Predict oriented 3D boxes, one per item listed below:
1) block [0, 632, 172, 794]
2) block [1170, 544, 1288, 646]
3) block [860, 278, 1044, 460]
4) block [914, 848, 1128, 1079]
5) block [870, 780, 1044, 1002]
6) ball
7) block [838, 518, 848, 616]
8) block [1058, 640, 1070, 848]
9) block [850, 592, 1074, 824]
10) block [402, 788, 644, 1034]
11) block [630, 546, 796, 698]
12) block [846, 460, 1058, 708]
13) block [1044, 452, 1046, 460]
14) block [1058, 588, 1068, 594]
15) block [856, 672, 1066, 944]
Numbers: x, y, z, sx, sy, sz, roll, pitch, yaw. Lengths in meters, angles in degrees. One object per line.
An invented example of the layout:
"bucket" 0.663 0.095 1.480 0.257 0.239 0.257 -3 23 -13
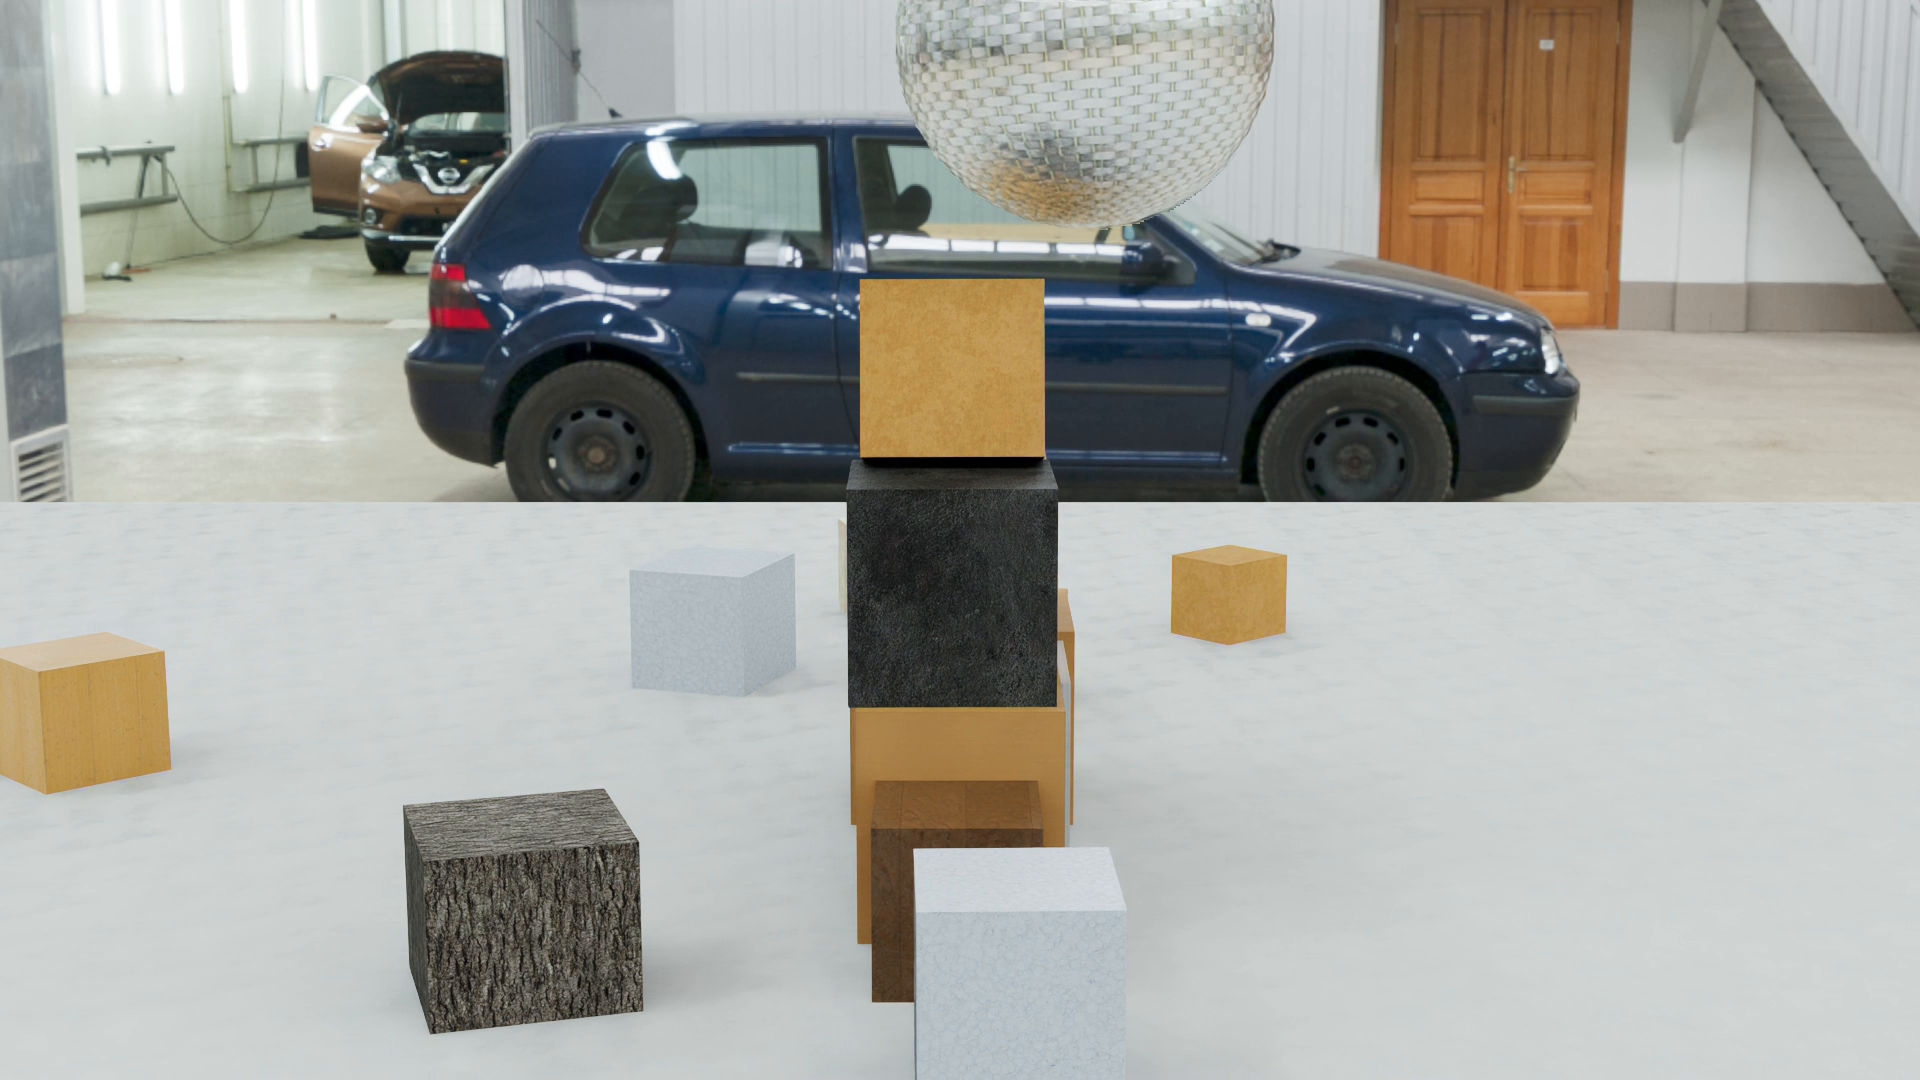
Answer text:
"block" -4.491 0.868 13.052 0.667 0.622 0.636 -10 14 -43
"block" 1.706 0.342 16.273 0.544 0.504 0.487 -9 14 -42
"block" -0.031 -0.716 11.146 0.772 0.744 0.847 0 0 0
"block" 0.193 1.546 8.884 0.697 0.779 0.704 0 10 -2
"block" -0.012 1.371 10.092 0.652 0.691 0.670 0 10 0
"ball" 0.523 -2.115 10.796 1.600 1.600 1.600 0 10 0
"block" -0.374 0.206 16.733 0.705 0.608 0.765 -2 11 -13
"block" 0.018 0.987 11.631 0.926 0.896 0.864 0 10 0
"block" 0.009 0.805 12.527 1.053 0.935 0.943 0 10 0
"block" -1.698 1.415 9.918 0.797 0.667 0.772 -3 11 -17
"block" -1.440 0.467 15.049 0.704 0.697 0.794 3 11 18
"block" -0.036 0.166 10.692 0.845 0.893 0.799 0 10 -1
"block" 0.018 0.097 11.553 0.751 0.843 0.799 0 13 0
"block" 0.280 0.613 14.599 0.613 0.571 0.647 1 10 7
"block" 0.002 1.099 10.789 0.845 0.977 0.796 0 10 0
